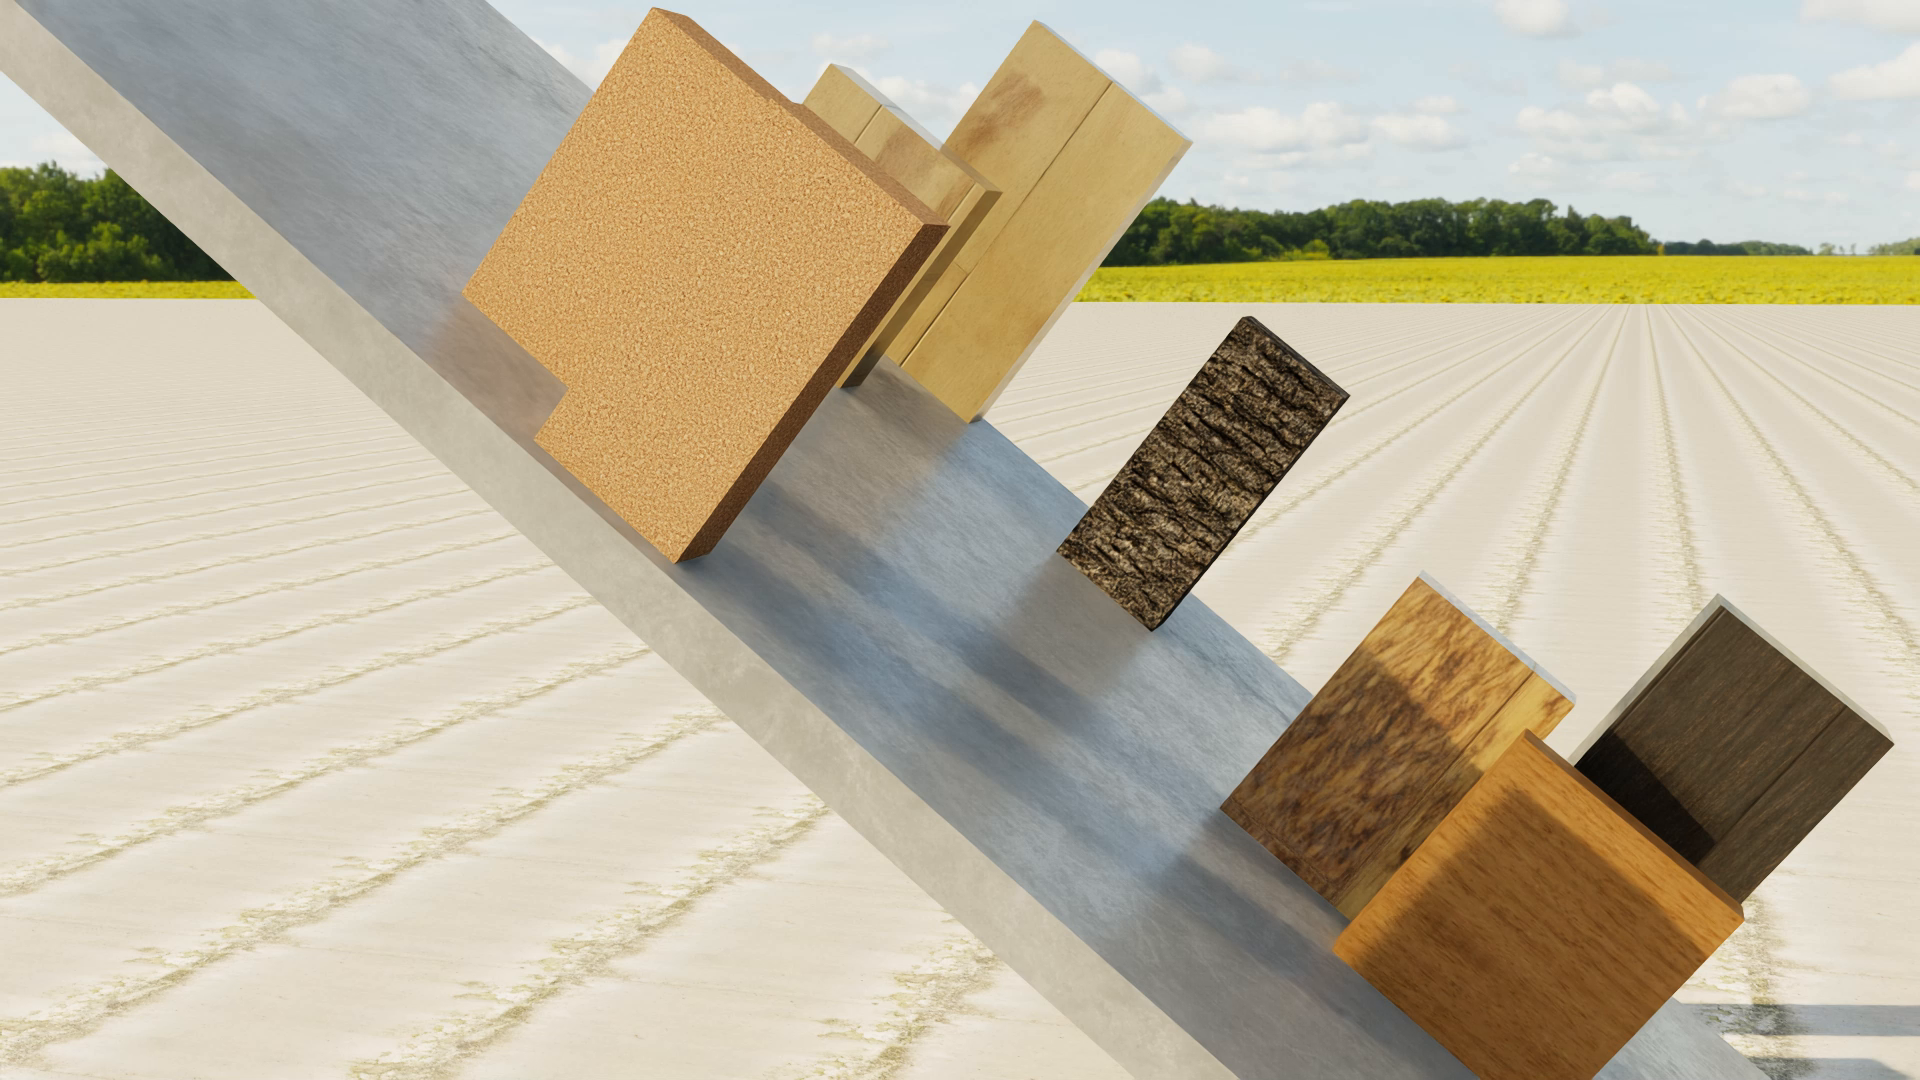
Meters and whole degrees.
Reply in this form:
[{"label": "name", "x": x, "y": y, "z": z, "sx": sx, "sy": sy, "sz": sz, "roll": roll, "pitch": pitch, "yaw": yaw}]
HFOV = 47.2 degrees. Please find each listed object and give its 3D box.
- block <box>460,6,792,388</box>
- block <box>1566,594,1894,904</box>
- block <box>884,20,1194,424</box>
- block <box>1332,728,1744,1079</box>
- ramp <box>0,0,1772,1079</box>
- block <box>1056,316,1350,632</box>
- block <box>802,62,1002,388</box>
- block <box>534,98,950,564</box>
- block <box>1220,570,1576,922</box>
[{"label": "block", "x": -0.507, "y": -0.521, "z": 3.484, "sx": 0.290, "sy": 0.557, "sz": 0.132, "roll": 40, "pitch": 16, "yaw": 9}, {"label": "block", "x": 1.185, "y": 0.516, "z": 3.810, "sx": 0.354, "sy": 0.800, "sz": 0.146, "roll": 40, "pitch": 16, "yaw": 9}, {"label": "block", "x": 0.104, "y": -0.699, "z": 4.879, "sx": 0.425, "sy": 0.784, "sz": 0.097, "roll": 40, "pitch": 16, "yaw": 9}, {"label": "block", "x": 0.923, "y": 0.625, "z": 3.537, "sx": 0.432, "sy": 0.475, "sz": 0.080, "roll": 40, "pitch": 16, "yaw": 9}, {"label": "ramp", "x": -0.027, "y": 0.080, "z": 4.052, "sx": 4.000, "sy": 0.100, "sz": 2.000, "roll": 40, "pitch": 16, "yaw": 9}, {"label": "block", "x": 0.491, "y": -0.134, "z": 4.463, "sx": 0.257, "sy": 0.611, "sz": 0.121, "roll": 40, "pitch": 16, "yaw": 9}, {"label": "block", "x": -0.234, "y": -0.639, "z": 4.498, "sx": 0.414, "sy": 0.503, "sz": 0.123, "roll": 40, "pitch": 16, "yaw": 9}, {"label": "block", "x": -0.318, "y": -0.296, "z": 3.165, "sx": 0.282, "sy": 0.614, "sz": 0.126, "roll": 40, "pitch": 16, "yaw": 9}, {"label": "block", "x": 0.746, "y": 0.365, "z": 3.770, "sx": 0.331, "sy": 0.535, "sz": 0.089, "roll": 40, "pitch": 16, "yaw": 9}]
